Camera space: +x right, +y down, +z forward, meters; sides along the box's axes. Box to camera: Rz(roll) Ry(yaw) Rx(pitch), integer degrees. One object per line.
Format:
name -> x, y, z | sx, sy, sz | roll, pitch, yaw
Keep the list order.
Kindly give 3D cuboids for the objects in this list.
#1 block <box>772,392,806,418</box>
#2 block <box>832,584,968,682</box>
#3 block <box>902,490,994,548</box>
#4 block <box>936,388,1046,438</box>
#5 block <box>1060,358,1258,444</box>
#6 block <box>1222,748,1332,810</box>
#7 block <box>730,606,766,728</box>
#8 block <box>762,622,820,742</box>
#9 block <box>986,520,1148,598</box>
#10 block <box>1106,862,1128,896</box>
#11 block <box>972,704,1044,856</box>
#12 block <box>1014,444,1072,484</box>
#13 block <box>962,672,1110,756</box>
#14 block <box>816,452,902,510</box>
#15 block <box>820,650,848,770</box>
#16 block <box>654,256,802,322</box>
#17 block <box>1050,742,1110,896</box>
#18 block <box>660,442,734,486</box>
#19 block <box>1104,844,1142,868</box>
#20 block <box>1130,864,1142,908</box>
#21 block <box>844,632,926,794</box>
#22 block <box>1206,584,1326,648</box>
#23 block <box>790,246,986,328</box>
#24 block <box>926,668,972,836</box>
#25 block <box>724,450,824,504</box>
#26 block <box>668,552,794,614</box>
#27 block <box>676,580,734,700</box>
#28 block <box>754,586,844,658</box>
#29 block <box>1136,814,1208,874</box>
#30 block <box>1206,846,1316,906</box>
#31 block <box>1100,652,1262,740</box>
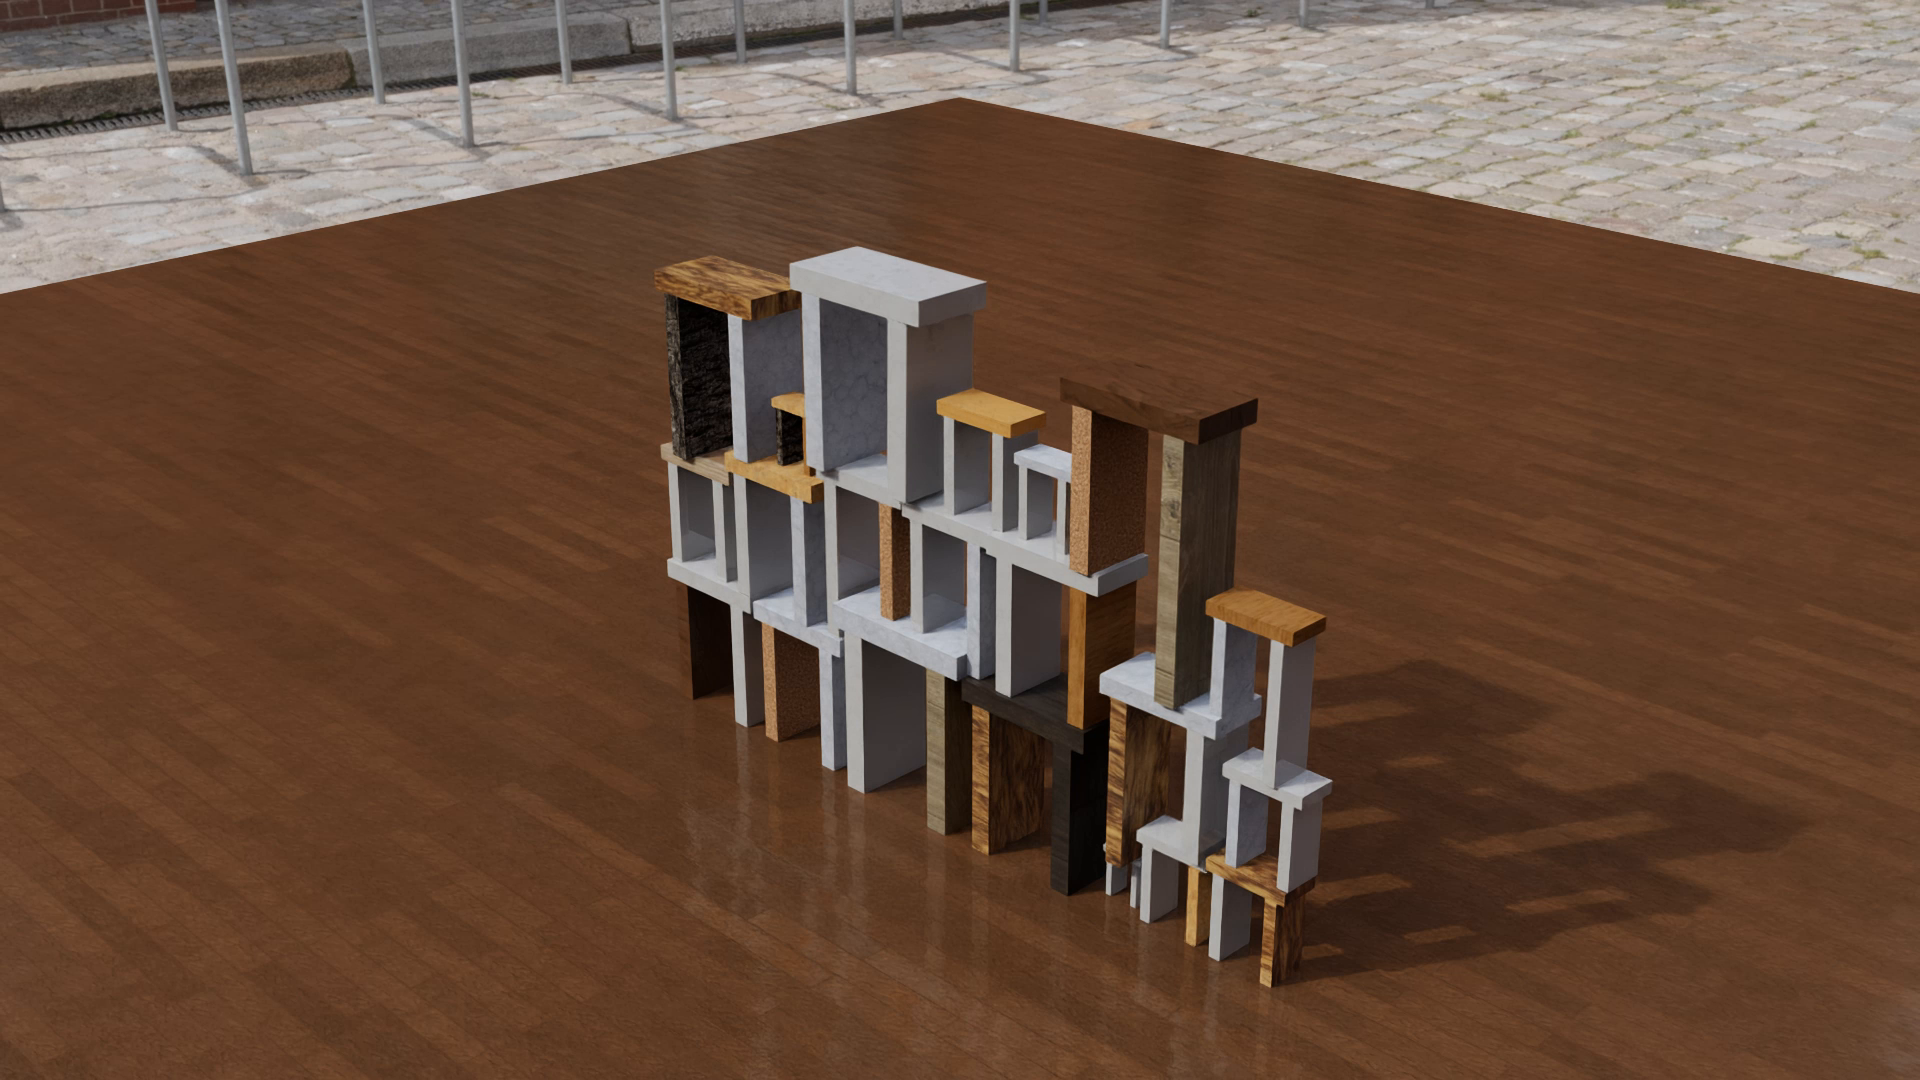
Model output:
block -> -0.317, -0.272, 4.448 | 0.123, 0.017, 0.062 | 21, 31, 40
block -> -0.069, 0.175, 4.377 | 0.355, 0.050, 0.177 | 21, 31, 41
block -> 0.012, -0.045, 4.192 | 0.117, 0.033, 0.233 | -21, 31, -41
block -> 0.058, -0.235, 4.069 | 0.095, 0.027, 0.190 | -21, 31, -41
block -> 0.337, -0.240, 3.753 | 0.154, 0.044, 0.309 | -21, 31, -41
block -> 0.549, 0.412, 3.810 | 0.171, 0.024, 0.085 | 21, 31, 41
block -> -0.428, 0.255, 4.799 | 0.040, 0.282, 0.141 | 21, 31, 41
block -> -0.358, 0.285, 4.739 | 0.136, 0.273, 0.039 | -21, 31, -41
block -> 0.195, 0.026, 4.023 | 0.275, 0.039, 0.138 | 21, 31, 41
block -> 0.298, 0.625, 4.171 | 0.013, 0.092, 0.046 | 21, 31, 41
block -> 0.096, 0.445, 4.309 | 0.045, 0.315, 0.157 | 21, 31, 41
block -> 0.173, -0.139, 3.972 | 0.142, 0.020, 0.071 | 21, 31, 40
block -> 0.170, 0.308, 4.171 | 0.315, 0.045, 0.157 | 21, 31, 41
block -> -0.158, -0.124, 4.348 | 0.244, 0.035, 0.122 | 21, 31, 40
block -> -0.229, 0.335, 4.621 | 0.039, 0.273, 0.136 | 21, 31, 41
block -> -0.469, -0.519, 4.519 | 0.155, 0.044, 0.310 | -21, 31, -40
block -> 0.244, 0.503, 4.173 | 0.045, 0.315, 0.157 | 21, 31, 41
block -> -0.526, -0.174, 4.722 | 0.229, 0.032, 0.114 | 21, 31, 41
block -> 0.319, 0.585, 4.129 | 0.092, 0.013, 0.046 | 21, 31, 40
block -> 0.341, 0.642, 4.131 | 0.013, 0.092, 0.046 | 22, 31, 40
block -> -0.152, 0.328, 4.533 | 0.050, 0.355, 0.177 | 21, 31, 41
block -> 0.516, 0.127, 3.715 | 0.184, 0.026, 0.092 | 21, 31, 40
block -> -0.139, -0.483, 4.176 | 0.355, 0.050, 0.178 | 21, 31, 40
block -> 0.015, 0.394, 4.379 | 0.050, 0.355, 0.177 | 21, 31, 41
block -> -0.346, -0.146, 4.538 | 0.135, 0.038, 0.271 | -21, 31, -41
block -> -0.495, 0.081, 4.798 | 0.282, 0.040, 0.141 | 21, 31, 41
block -> -0.561, 0.203, 4.922 | 0.040, 0.282, 0.141 | 21, 31, 41
block -> -0.293, 0.167, 4.619 | 0.273, 0.039, 0.136 | 21, 31, 41
block -> 0.411, 0.553, 4.012 | 0.162, 0.023, 0.081 | 21, 31, 40
block -> 0.531, 0.589, 3.893 | 0.175, 0.025, 0.087 | 21, 31, 40
block -> 0.391, 0.275, 3.918 | 0.263, 0.037, 0.131 | 21, 30, 40
